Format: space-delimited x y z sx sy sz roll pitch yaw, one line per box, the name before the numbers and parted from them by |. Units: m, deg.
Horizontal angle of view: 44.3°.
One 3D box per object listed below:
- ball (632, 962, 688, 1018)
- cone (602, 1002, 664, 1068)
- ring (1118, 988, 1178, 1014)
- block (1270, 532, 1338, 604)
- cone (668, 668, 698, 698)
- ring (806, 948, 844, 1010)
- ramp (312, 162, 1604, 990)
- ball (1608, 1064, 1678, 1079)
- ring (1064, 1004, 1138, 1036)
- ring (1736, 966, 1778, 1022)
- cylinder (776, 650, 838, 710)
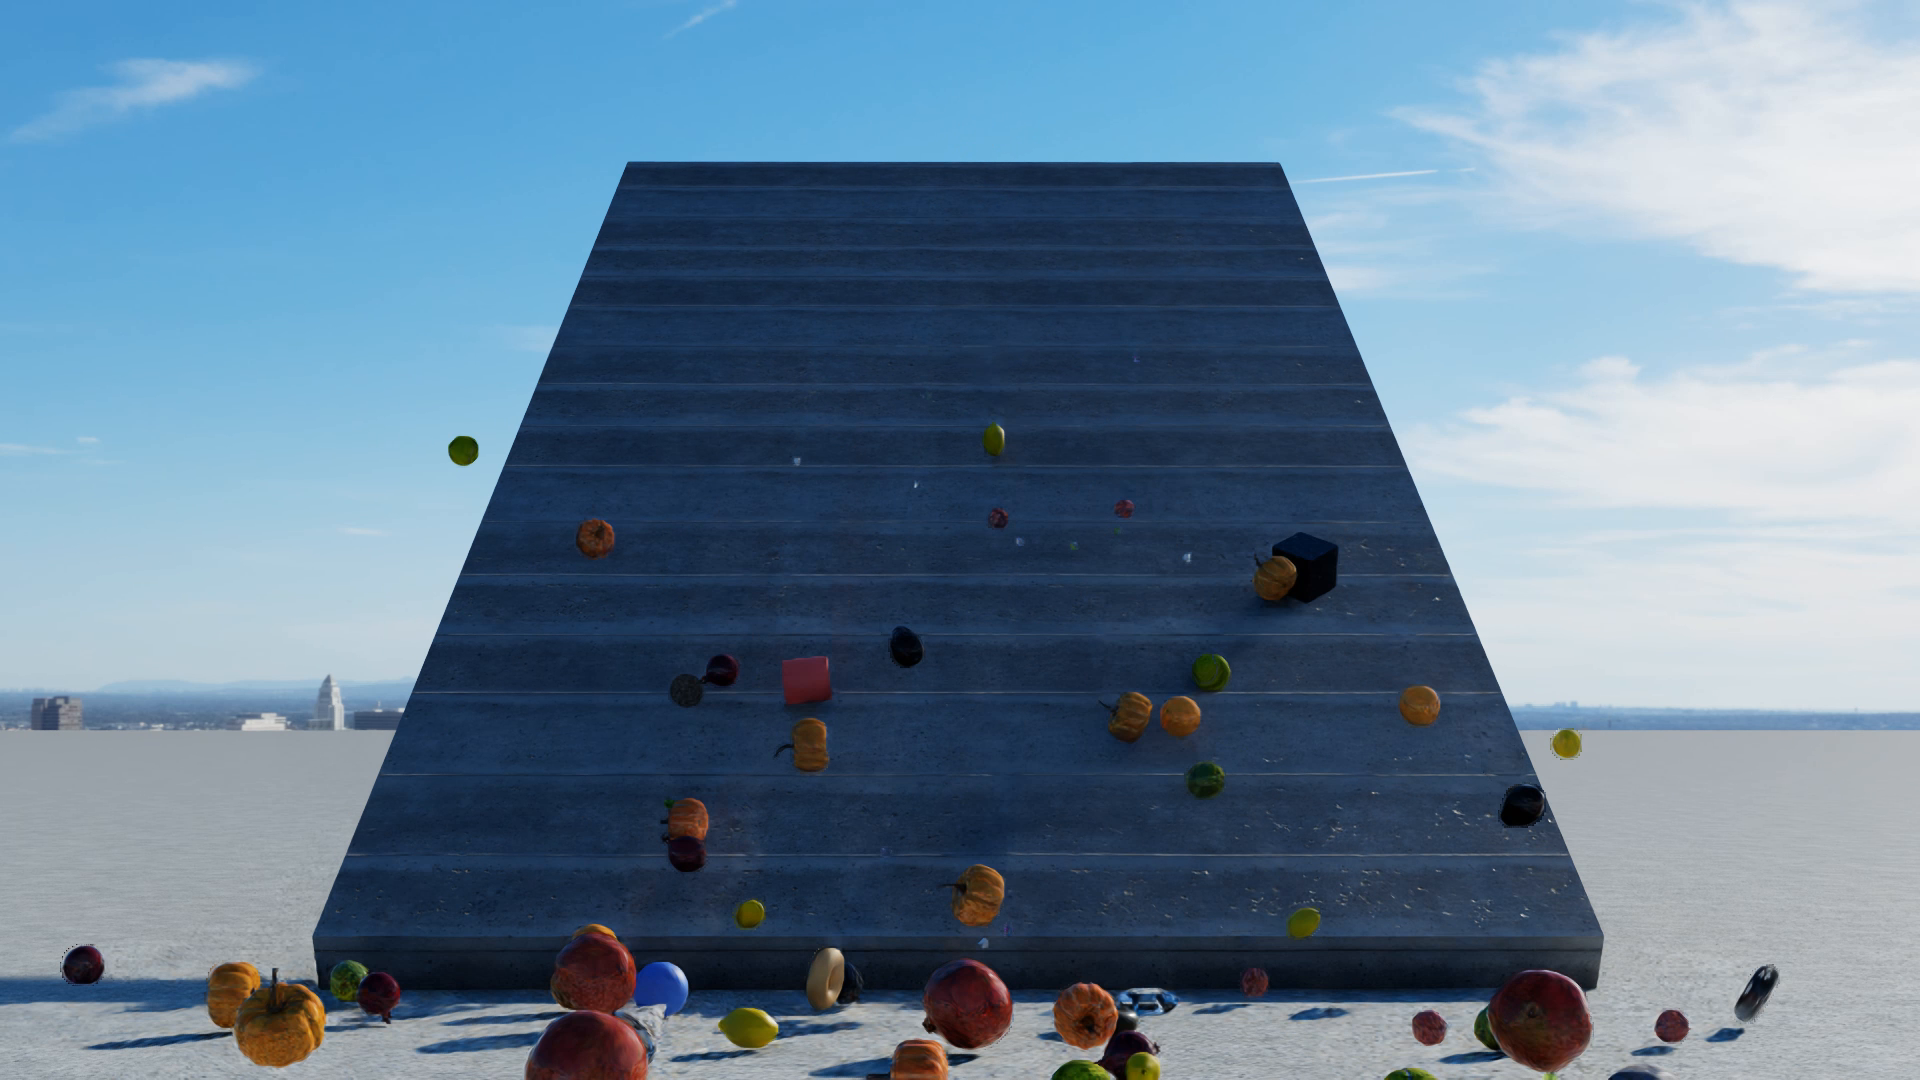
ball | -0.424 0.636 3.342 0.079 0.079 0.079 0 -4 0
cone | -0.367 0.564 2.770 0.077 0.077 0.077 -3 26 29
ring | 0.272 0.667 3.416 0.088 0.029 0.088 0 -3 0
block | 0.683 0.054 4.685 0.093 0.093 0.093 23 34 38
cone | -0.492 0.273 4.309 0.061 0.061 0.061 -2 -29 22
ring | -0.189 0.618 3.328 0.030 0.089 0.089 10 -1 20
ramp | -0.010 -0.228 5.469 2.000 0.100 4.000 0 26 0
ball | 0.656 0.547 2.259 0.089 0.089 0.089 0 -4 0
ring | 0.190 0.646 3.180 0.102 0.034 0.102 4 -3 0
ring | 1.090 0.620 3.229 0.029 0.086 0.086 31 10 25
cylinder | -0.278 0.254 4.277 0.082 0.082 0.082 -25 2 -15
